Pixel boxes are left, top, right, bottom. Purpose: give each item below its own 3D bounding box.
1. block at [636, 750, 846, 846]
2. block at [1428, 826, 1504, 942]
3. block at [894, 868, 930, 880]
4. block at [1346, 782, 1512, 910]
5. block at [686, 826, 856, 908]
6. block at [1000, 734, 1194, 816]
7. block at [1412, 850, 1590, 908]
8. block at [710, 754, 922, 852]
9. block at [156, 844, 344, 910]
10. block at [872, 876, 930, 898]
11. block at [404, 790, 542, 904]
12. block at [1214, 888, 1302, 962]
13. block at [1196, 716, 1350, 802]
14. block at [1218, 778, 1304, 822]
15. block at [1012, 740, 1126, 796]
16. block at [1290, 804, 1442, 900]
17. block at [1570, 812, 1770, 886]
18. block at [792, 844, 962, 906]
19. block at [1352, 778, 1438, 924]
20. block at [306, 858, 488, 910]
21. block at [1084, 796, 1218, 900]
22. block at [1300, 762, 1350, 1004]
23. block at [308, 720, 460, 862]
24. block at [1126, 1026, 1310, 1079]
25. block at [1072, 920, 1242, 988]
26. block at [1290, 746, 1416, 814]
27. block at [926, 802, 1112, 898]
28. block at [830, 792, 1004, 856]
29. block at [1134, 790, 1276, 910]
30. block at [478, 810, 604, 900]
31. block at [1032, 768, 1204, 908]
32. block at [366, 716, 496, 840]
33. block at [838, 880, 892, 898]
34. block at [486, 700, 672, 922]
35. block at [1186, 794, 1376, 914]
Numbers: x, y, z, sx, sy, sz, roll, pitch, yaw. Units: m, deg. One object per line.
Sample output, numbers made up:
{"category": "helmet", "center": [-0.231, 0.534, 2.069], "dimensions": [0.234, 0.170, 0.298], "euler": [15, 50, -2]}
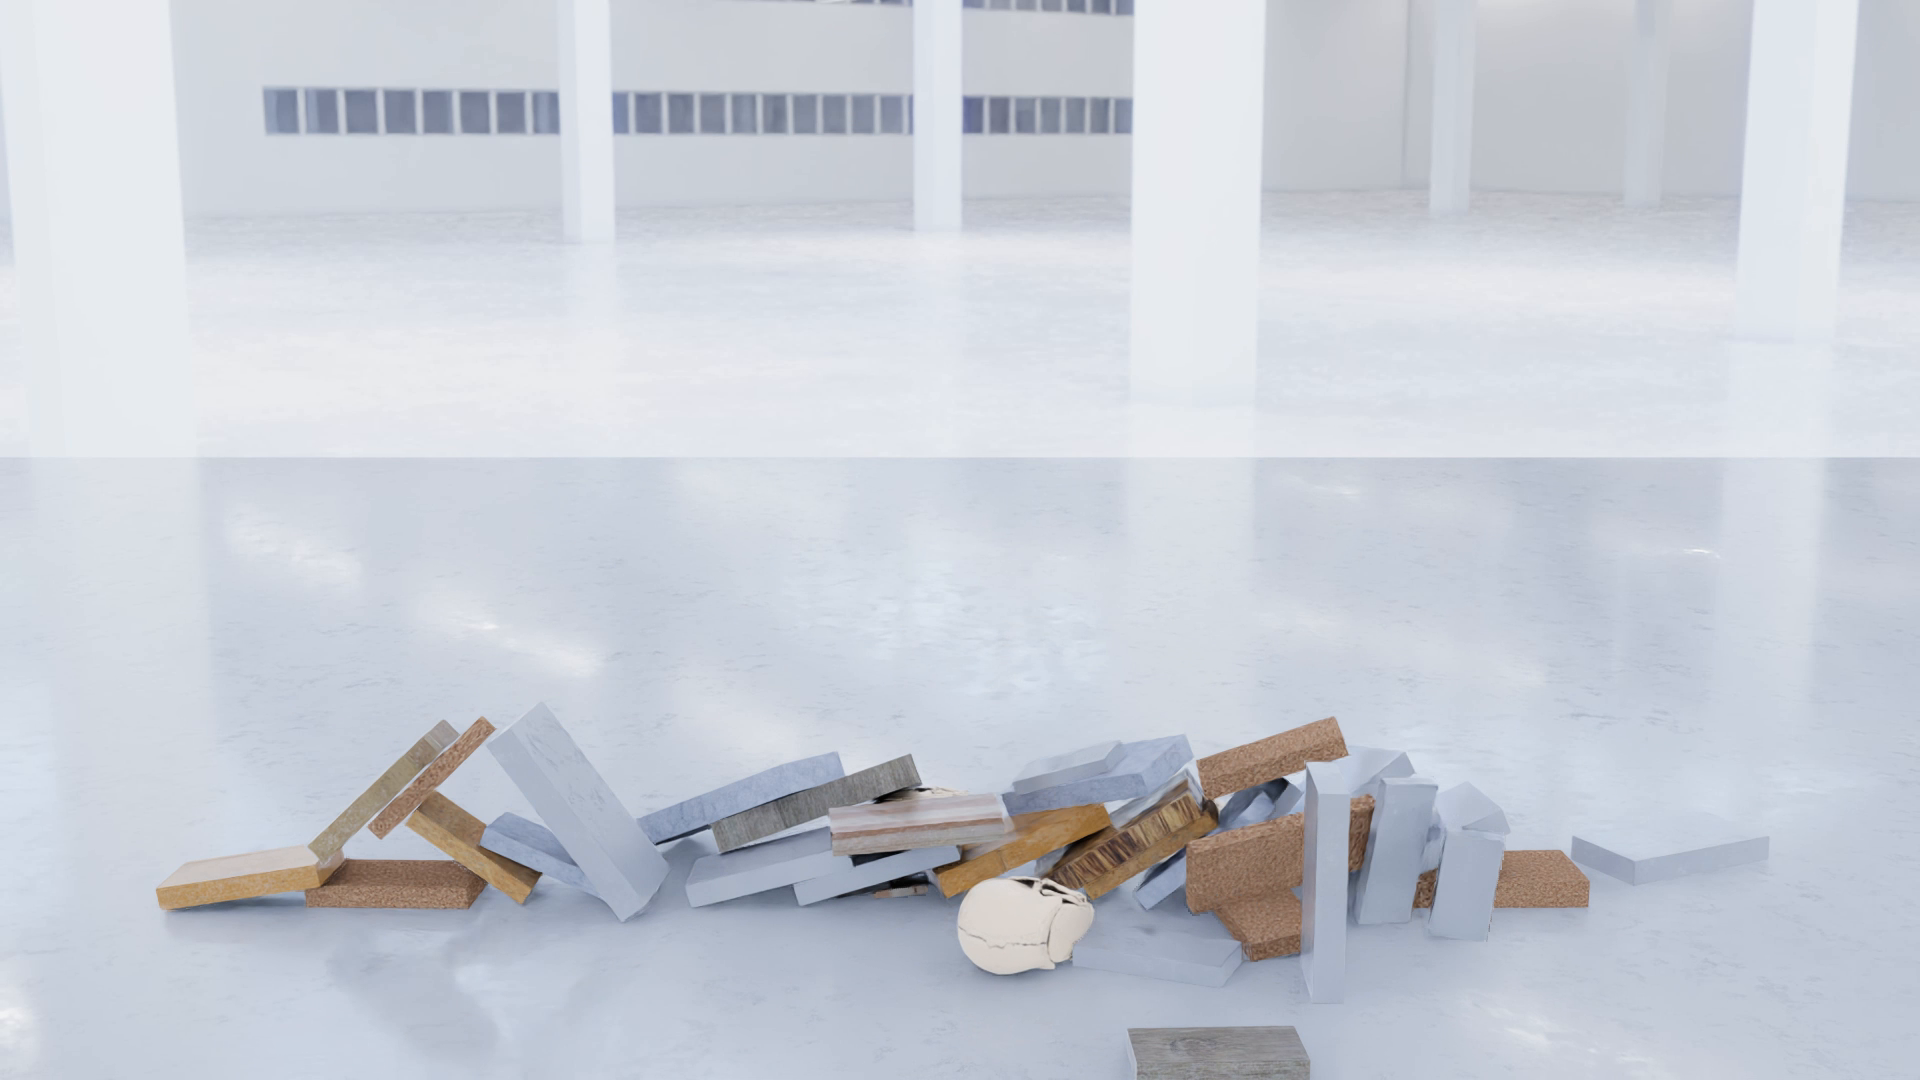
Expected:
{"category": "block", "center": [-0.393, 0.454, 3.806], "dimensions": [0.358, 0.051, 0.179], "euler": [-23, -8, 27]}
{"category": "block", "center": [0.789, 0.538, 3.434], "dimensions": [0.088, 0.176, 0.025], "euler": [7, 19, 5]}
{"category": "block", "center": [-0.096, 0.547, 3.655], "dimensions": [0.091, 0.013, 0.045], "euler": [-16, 10, 2]}
{"category": "block", "center": [0.736, 0.508, 3.652], "dimensions": [0.318, 0.045, 0.159], "euler": [-24, 13, -3]}
{"category": "block", "center": [-0.309, 0.538, 3.653], "dimensions": [0.276, 0.039, 0.138], "euler": [-14, 10, 4]}
{"category": "block", "center": [0.231, 0.398, 3.722], "dimensions": [0.301, 0.043, 0.151], "euler": [-14, 11, 40]}
{"category": "block", "center": [0.869, 0.566, 3.674], "dimensions": [0.318, 0.045, 0.159], "euler": [0, 11, -2]}
{"category": "block", "center": [-0.243, 0.456, 3.799], "dimensions": [0.358, 0.051, 0.179], "euler": [-19, -8, -2]}
{"category": "block", "center": [-1.173, 0.554, 3.644], "dimensions": [0.268, 0.038, 0.134], "euler": [-9, 10, 3]}
{"category": "block", "center": [-0.098, 0.578, 3.662], "dimensions": [0.091, 0.013, 0.045], "euler": [-7, 10, 4]}
{"category": "block", "center": [-0.804, 0.509, 3.661], "dimensions": [0.230, 0.033, 0.115], "euler": [36, 9, -5]}
{"category": "block", "center": [0.471, 0.582, 3.475], "dimensions": [0.117, 0.033, 0.233], "euler": [-10, 22, -12]}
{"category": "block", "center": [0.511, 0.358, 3.608], "dimensions": [0.241, 0.034, 0.121], "euler": [-19, 10, 7]}
{"category": "block", "center": [0.463, 0.485, 3.651], "dimensions": [0.033, 0.233, 0.117], "euler": [38, -1, -22]}
{"category": "block", "center": [0.183, 0.383, 3.706], "dimensions": [0.176, 0.025, 0.088], "euler": [-17, 10, 26]}
{"category": "block", "center": [0.632, 0.500, 3.651], "dimensions": [0.308, 0.044, 0.154], "euler": [-28, 13, -4]}
{"category": "block", "center": [1.239, 0.537, 3.837], "dimensions": [0.308, 0.044, 0.154], "euler": [-5, 12, -26]}
{"category": "block", "center": [-0.135, 0.530, 3.657], "dimensions": [0.276, 0.039, 0.138], "euler": [-17, 10, 4]}
{"category": "block", "center": [0.691, 0.494, 3.493], "dimensions": [0.088, 0.245, 0.025], "euler": [2, 19, -15]}
{"category": "block", "center": [-0.935, 0.572, 3.661], "dimensions": [0.268, 0.038, 0.134], "euler": [0, 11, 3]}
{"category": "block", "center": [0.316, 0.508, 3.649], "dimensions": [0.241, 0.034, 0.121], "euler": [-32, 1, 10]}
{"category": "block", "center": [0.540, 0.505, 3.254], "dimensions": [0.045, 0.318, 0.159], "euler": [0, 11, 2]}
{"category": "block", "center": [-0.951, 0.413, 3.632], "dimensions": [0.268, 0.038, 0.134], "euler": [-43, 5, 6]}
{"category": "block", "center": [0.349, 0.700, 2.986], "dimensions": [0.232, 0.033, 0.116], "euler": [0, 11, -2]}
{"category": "block", "center": [0.301, 0.631, 3.356], "dimensions": [0.232, 0.033, 0.116], "euler": [4, 11, 23]}
{"category": "block", "center": [0.604, 0.451, 3.700], "dimensions": [0.308, 0.044, 0.154], "euler": [-33, 14, -24]}
{"category": "block", "center": [0.092, 0.504, 3.692], "dimensions": [0.301, 0.043, 0.151], "euler": [-23, 8, -10]}
{"category": "block", "center": [-0.073, 0.464, 3.596], "dimensions": [0.276, 0.039, 0.138], "euler": [-5, 10, -4]}
{"category": "block", "center": [0.399, 0.505, 3.583], "dimensions": [0.241, 0.034, 0.121], "euler": [-41, -5, 25]}
{"category": "block", "center": [-0.676, 0.526, 3.674], "dimensions": [0.230, 0.033, 0.115], "euler": [23, 9, 3]}
{"category": "block", "center": [0.262, 0.492, 3.646], "dimensions": [0.301, 0.043, 0.151], "euler": [-32, 6, 9]}
{"category": "block", "center": [-0.870, 0.392, 3.626], "dimensions": [0.230, 0.033, 0.115], "euler": [-43, 5, 9]}
{"category": "block", "center": [-0.160, 0.575, 3.663], "dimensions": [0.091, 0.013, 0.045], "euler": [-11, 10, 2]}
{"category": "block", "center": [-0.621, 0.441, 3.604], "dimensions": [0.051, 0.358, 0.179], "euler": [-36, 5, 11]}
{"category": "block", "center": [0.510, 0.495, 3.476], "dimensions": [0.320, 0.117, 0.033], "euler": [-12, 30, -16]}
